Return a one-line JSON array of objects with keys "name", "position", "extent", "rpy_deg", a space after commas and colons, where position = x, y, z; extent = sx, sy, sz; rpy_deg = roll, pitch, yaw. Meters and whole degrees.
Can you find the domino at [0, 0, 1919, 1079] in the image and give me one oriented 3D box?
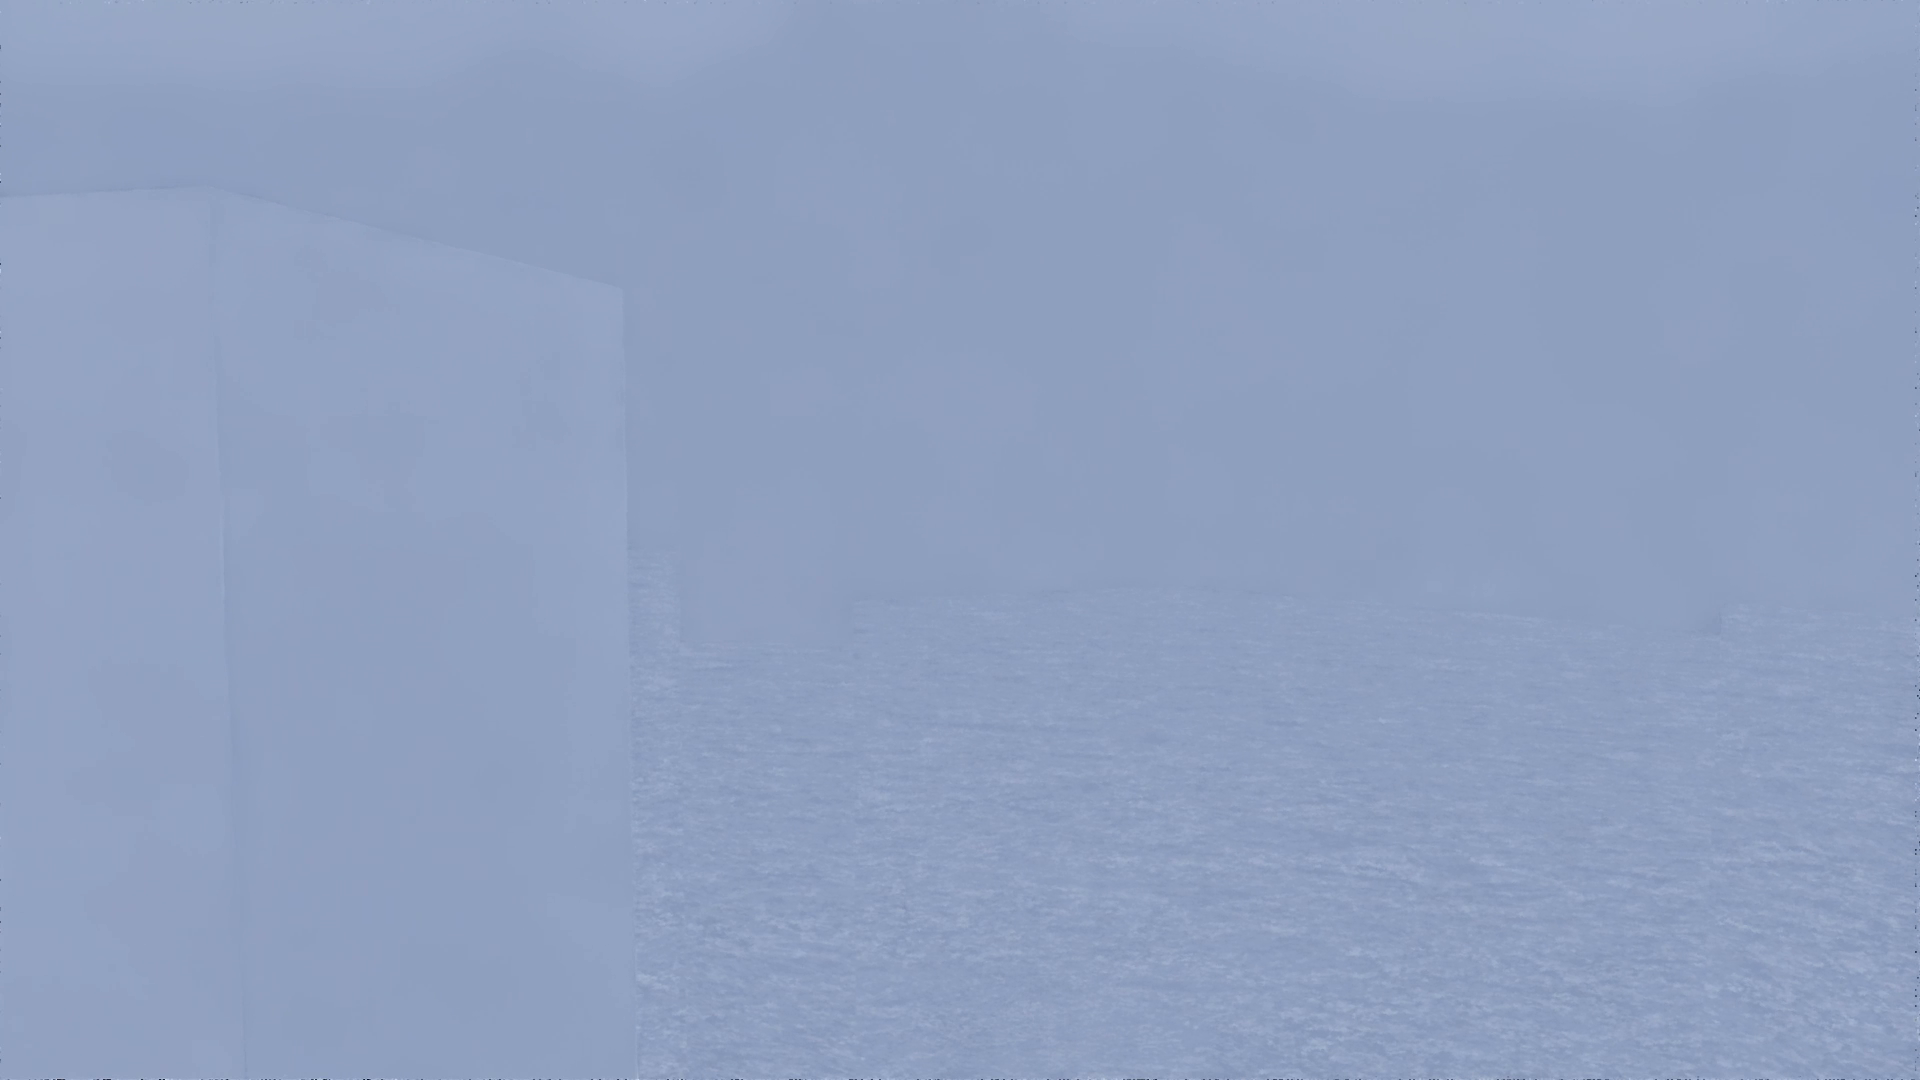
[{"name": "domino", "position": [0.011, 0.017, 0.005], "extent": [0.025, 0.050, 0.010], "rpy_deg": [1, 4, 10]}]
